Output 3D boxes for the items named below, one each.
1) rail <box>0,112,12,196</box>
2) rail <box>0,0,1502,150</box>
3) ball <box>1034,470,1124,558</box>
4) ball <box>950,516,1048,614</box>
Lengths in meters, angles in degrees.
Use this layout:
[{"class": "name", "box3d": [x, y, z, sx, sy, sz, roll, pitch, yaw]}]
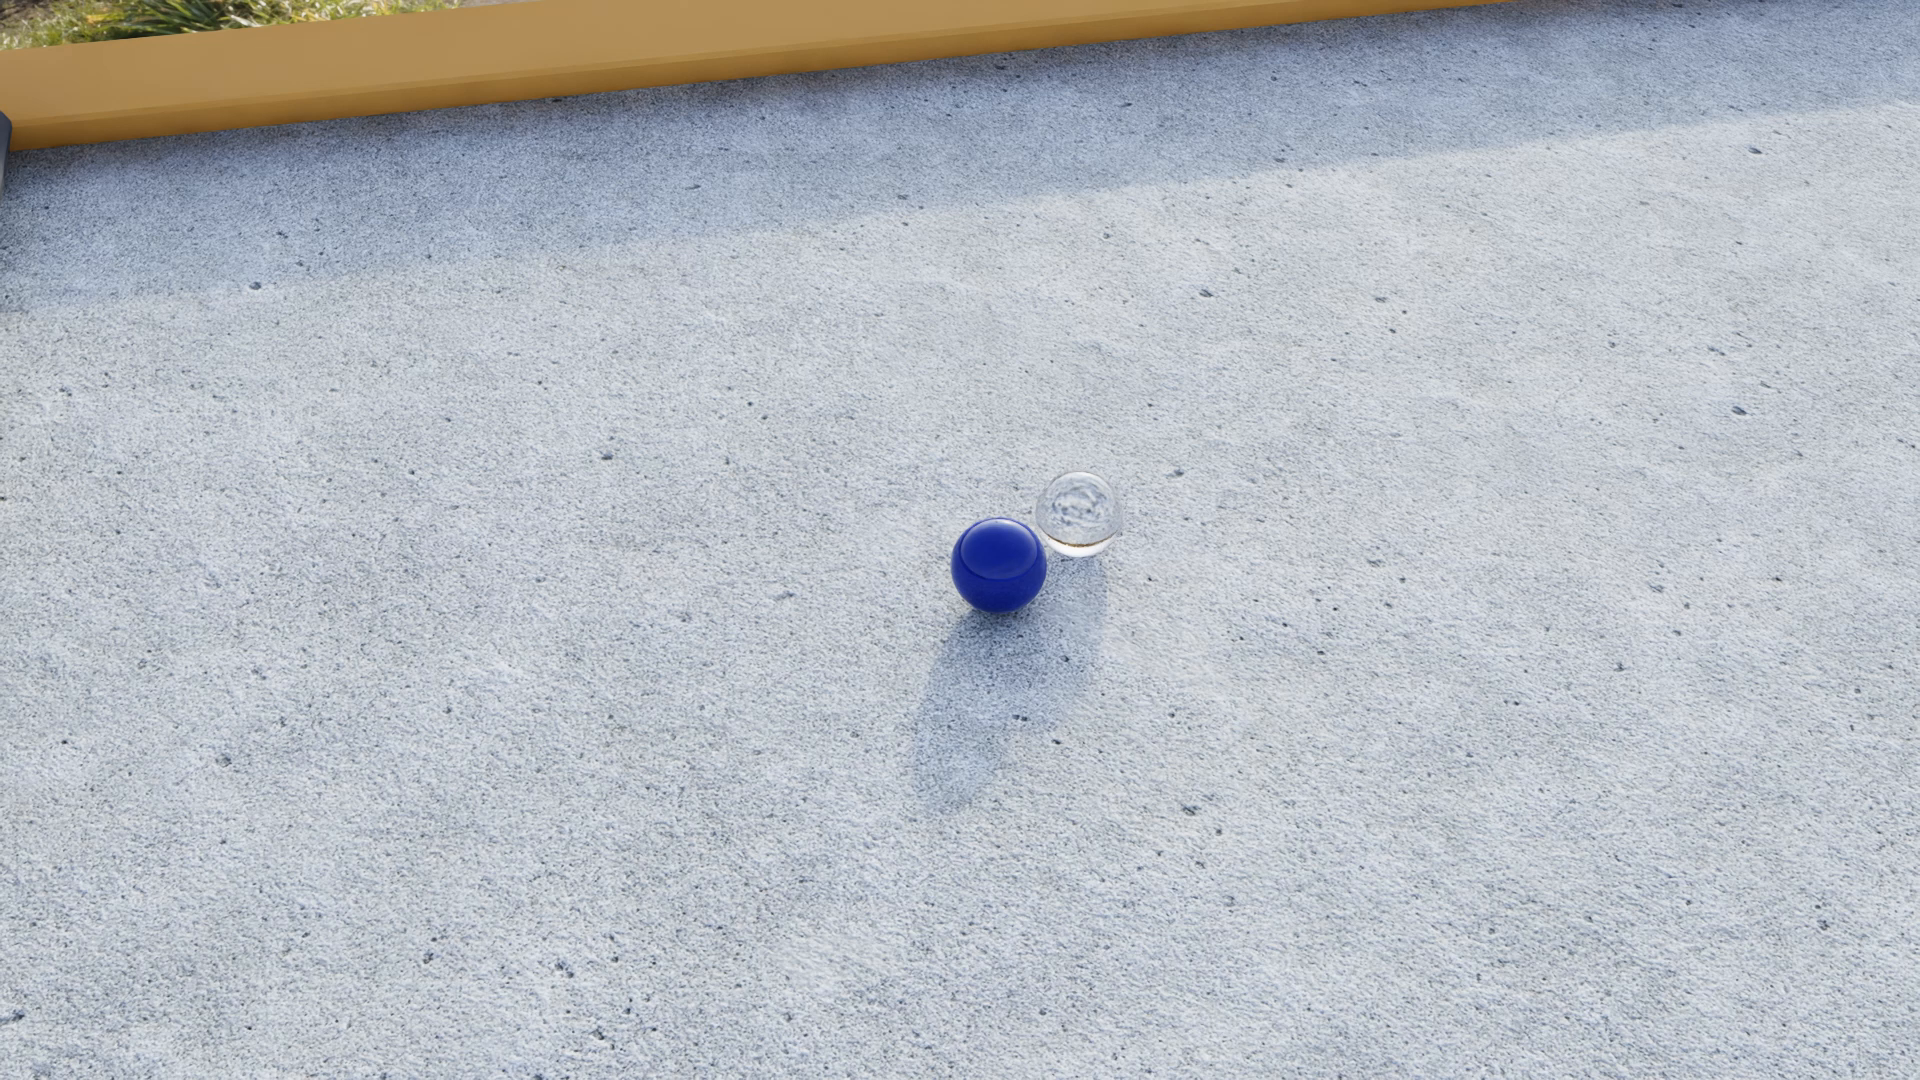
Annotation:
[{"class": "rail", "box3d": [-0.627, 0.072, 1.504, 0.045, 0.088, 1.514, -8, 37, -11]}, {"class": "rail", "box3d": [0.485, -0.518, 2.323, 2.669, 0.088, 0.045, -8, 37, -11]}, {"class": "ball", "box3d": [0.077, -0.017, 1.656, 0.057, 0.057, 0.057, 0, 36, 0]}, {"class": "ball", "box3d": [0.024, 0.016, 1.607, 0.061, 0.061, 0.061, 0, 36, 0]}]
